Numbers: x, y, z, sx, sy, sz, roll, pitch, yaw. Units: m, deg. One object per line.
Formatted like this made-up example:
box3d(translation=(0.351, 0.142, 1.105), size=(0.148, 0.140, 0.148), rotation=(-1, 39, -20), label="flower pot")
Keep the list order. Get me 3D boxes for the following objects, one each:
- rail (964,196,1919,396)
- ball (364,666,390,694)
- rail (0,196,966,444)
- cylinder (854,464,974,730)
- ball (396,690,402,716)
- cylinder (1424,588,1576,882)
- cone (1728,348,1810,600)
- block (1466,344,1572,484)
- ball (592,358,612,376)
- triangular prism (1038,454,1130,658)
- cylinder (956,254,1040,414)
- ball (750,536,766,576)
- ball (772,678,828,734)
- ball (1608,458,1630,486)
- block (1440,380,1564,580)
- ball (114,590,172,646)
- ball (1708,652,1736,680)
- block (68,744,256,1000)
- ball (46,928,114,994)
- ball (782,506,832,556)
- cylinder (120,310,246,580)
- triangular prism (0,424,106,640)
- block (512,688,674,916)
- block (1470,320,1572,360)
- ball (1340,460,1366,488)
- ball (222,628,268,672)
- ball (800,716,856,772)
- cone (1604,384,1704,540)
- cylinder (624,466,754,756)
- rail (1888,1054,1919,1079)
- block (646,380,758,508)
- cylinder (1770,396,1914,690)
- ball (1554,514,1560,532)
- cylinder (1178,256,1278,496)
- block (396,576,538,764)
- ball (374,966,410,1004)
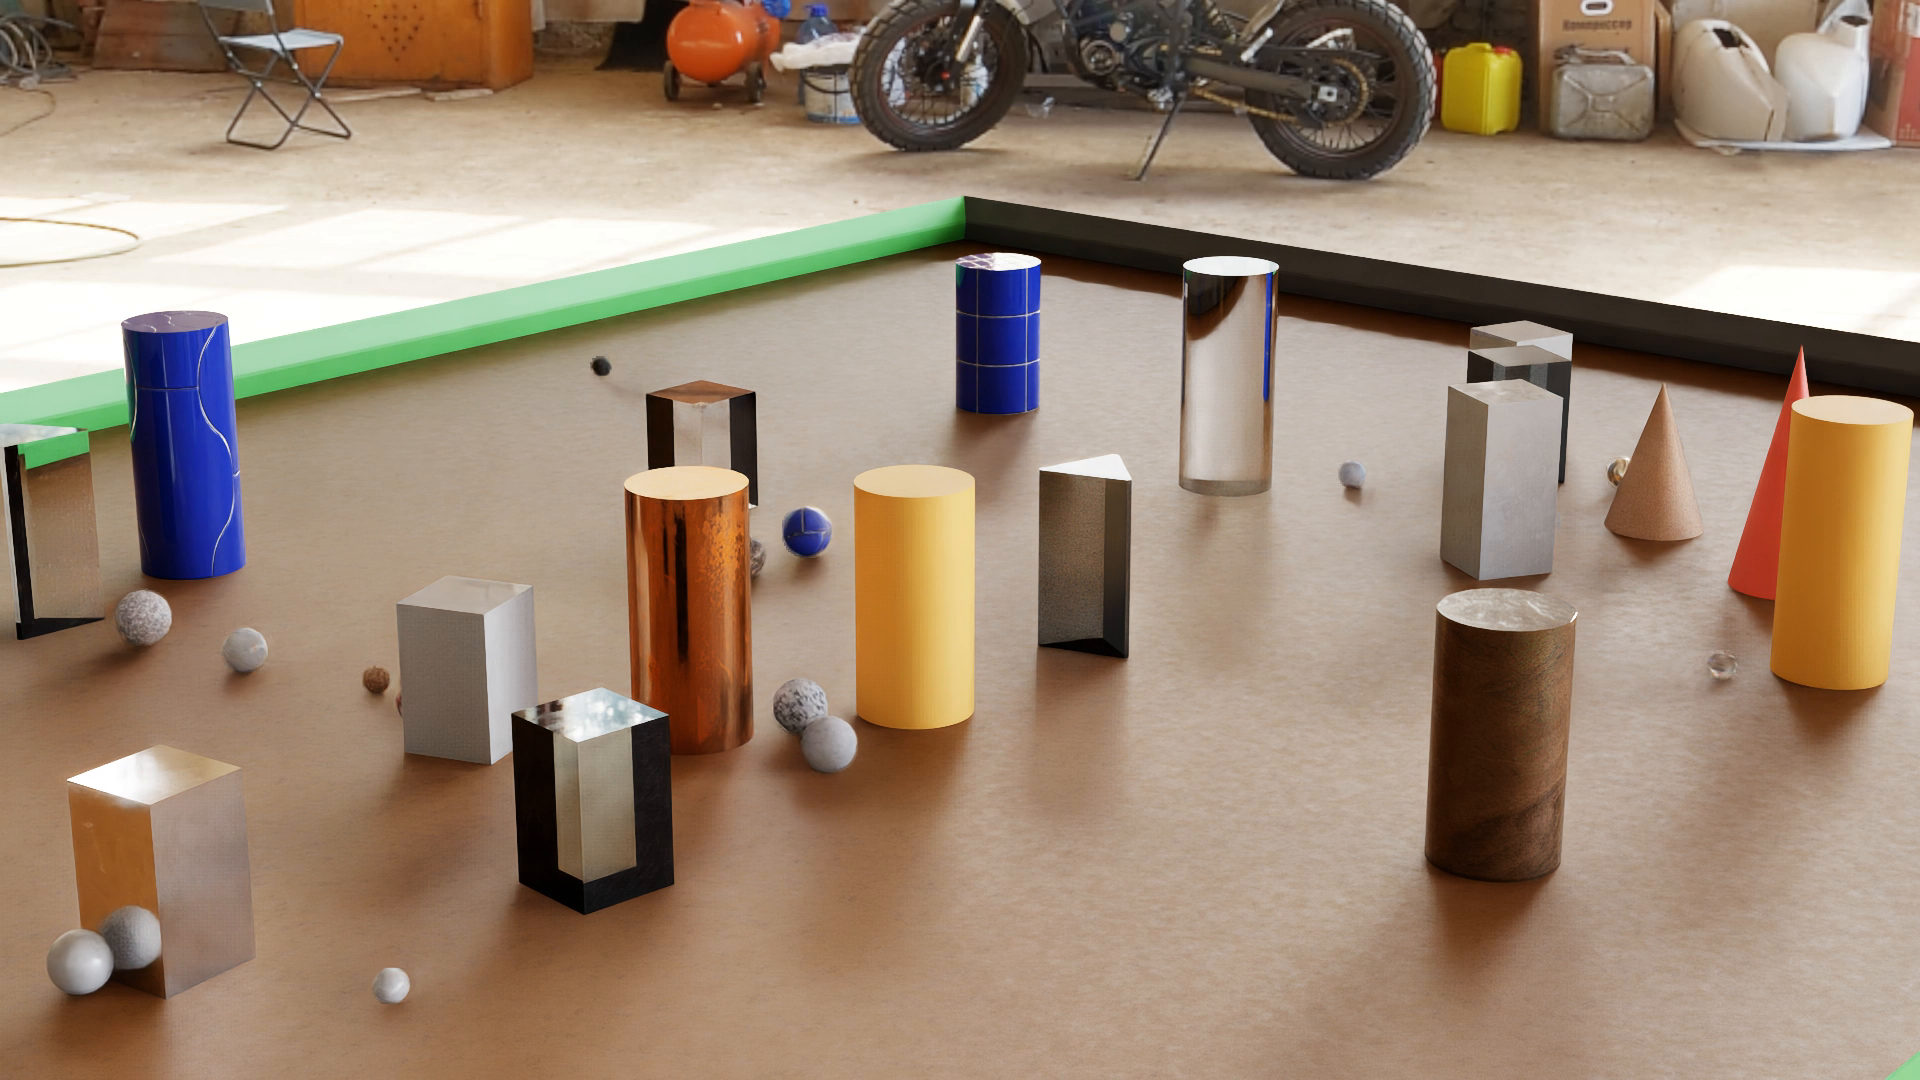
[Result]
box3d(translation=(1.586, -0.499, 6.870), size=(4.212, 0.120, 0.045), rotation=(14, 22, 39), label="rail")
box3d(translation=(-0.921, 0.221, 4.629), size=(0.042, 0.042, 0.042), rotation=(0, 17, 0), label="ball")
box3d(translation=(-1.572, -0.366, 6.428), size=(0.045, 0.120, 4.886), rotation=(14, 22, 39), label="rail")
box3d(translation=(-0.070, 0.086, 4.510), size=(0.184, 0.368, 0.184), rotation=(0, 17, 0), label="cylinder")
box3d(translation=(-0.837, 0.250, 4.504), size=(0.057, 0.057, 0.057), rotation=(0, 17, 0), label="ball")
box3d(translation=(0.727, 0.262, 3.954), size=(0.184, 0.354, 0.184), rotation=(0, 17, 0), label="cylinder")
box3d(translation=(1.448, -0.128, 5.105), size=(0.184, 0.434, 0.184), rotation=(0, 17, 0), label="cone")
box3d(translation=(1.103, -0.245, 5.814), size=(0.147, 0.247, 0.147), rotation=(-6, 18, -19), label="block")
box3d(translation=(-0.813, -0.392, 6.652), size=(0.043, 0.043, 0.043), rotation=(0, 17, 0), label="ball")
box3d(translation=(0.229, 0.021, 4.840), size=(0.160, 0.302, 0.138), rotation=(8, 18, 24), label="triangular prism")
box3d(translation=(0.082, -0.448, 6.364), size=(0.184, 0.317, 0.184), rotation=(0, 17, 0), label="cylinder")
box3d(translation=(-0.385, 0.029, 5.201), size=(0.077, 0.077, 0.077), rotation=(0, 17, 0), label="ball")
box3d(translation=(-0.242, 0.252, 4.454), size=(0.084, 0.084, 0.084), rotation=(0, 17, 0), label="ball")
box3d(translation=(1.303, -0.133, 5.765), size=(0.060, 0.060, 0.060), rotation=(0, 17, 0), label="ball")
box3d(translation=(0.965, -0.109, 5.236), size=(0.147, 0.321, 0.147), rotation=(-6, 18, -18), label="block")
box3d(translation=(-1.350, 0.129, 4.844), size=(0.092, 0.092, 0.092), rotation=(0, 17, 0), label="ball")
box3d(translation=(1.220, 0.201, 4.689), size=(0.044, 0.044, 0.044), rotation=(0, 17, 0), label="ball")
box3d(translation=(-0.989, 0.409, 3.638), size=(0.147, 0.255, 0.147), rotation=(11, 20, 32), label="block")
box3d(translation=(-1.076, 0.516, 3.588), size=(0.080, 0.080, 0.080), rotation=(0, 17, 0), label="ball")
box3d(translation=(-0.277, -0.016, 5.327), size=(0.090, 0.090, 0.090), rotation=(0, 17, 0), label="ball")
box3d(translation=(-1.380, -0.170, 5.218), size=(0.184, 0.449, 0.184), rotation=(0, 17, 0), label="cylinder")
box3d(translation=(-1.560, -0.023, 4.932), size=(0.138, 0.332, 0.160), rotation=(16, 23, 42), label="triangular prism")
box3d(translation=(-0.485, 0.343, 3.881), size=(0.147, 0.240, 0.147), rotation=(-15, 23, -41), label="block")
box3d(translation=(1.161, -0.322, 6.096), size=(0.147, 0.231, 0.147), rotation=(-9, 19, -28), label="block")
box3d(translation=(0.773, -0.130, 5.770), size=(0.052, 0.052, 0.052), rotation=(0, 17, 0), label="ball")
box3d(translation=(-1.152, 0.177, 4.722), size=(0.071, 0.071, 0.071), rotation=(0, 17, 0), label="ball")
box3d(translation=(-0.193, 0.299, 4.301), size=(0.082, 0.082, 0.082), rotation=(0, 17, 0), label="ball")
box3d(translation=(1.305, -0.160, 5.475), size=(0.184, 0.281, 0.184), rotation=(0, 17, 0), label="cone")
box3d(translation=(-0.405, 0.105, 4.400), size=(0.184, 0.397, 0.184), rotation=(0, 17, 0), label="cylinder")
box3d(translation=(1.572, 0.425, 3.815), size=(0.045, 0.120, 4.886), rotation=(14, 22, 39), label="rail")
box3d(translation=(-0.492, -0.171, 5.605), size=(0.147, 0.227, 0.147), rotation=(14, 22, 38), label="block")
box3d(translation=(1.402, 0.003, 4.671), size=(0.184, 0.434, 0.184), rotation=(0, 17, 0), label="cylinder")
box3d(translation=(1.085, -0.034, 5.446), size=(0.057, 0.057, 0.057), rotation=(0, 17, 0), label="ball")
box3d(translation=(0.524, -0.320, 5.732), size=(0.184, 0.438, 0.184), rotation=(0, 17, 0), label="cylinder")
box3d(translation=(-0.735, 0.193, 4.389), size=(0.147, 0.234, 0.147), rotation=(6, 18, 20), label="block")
box3d(translation=(-0.691, 0.541, 3.567), size=(0.043, 0.043, 0.043), rotation=(0, 17, 0), label="ball")
